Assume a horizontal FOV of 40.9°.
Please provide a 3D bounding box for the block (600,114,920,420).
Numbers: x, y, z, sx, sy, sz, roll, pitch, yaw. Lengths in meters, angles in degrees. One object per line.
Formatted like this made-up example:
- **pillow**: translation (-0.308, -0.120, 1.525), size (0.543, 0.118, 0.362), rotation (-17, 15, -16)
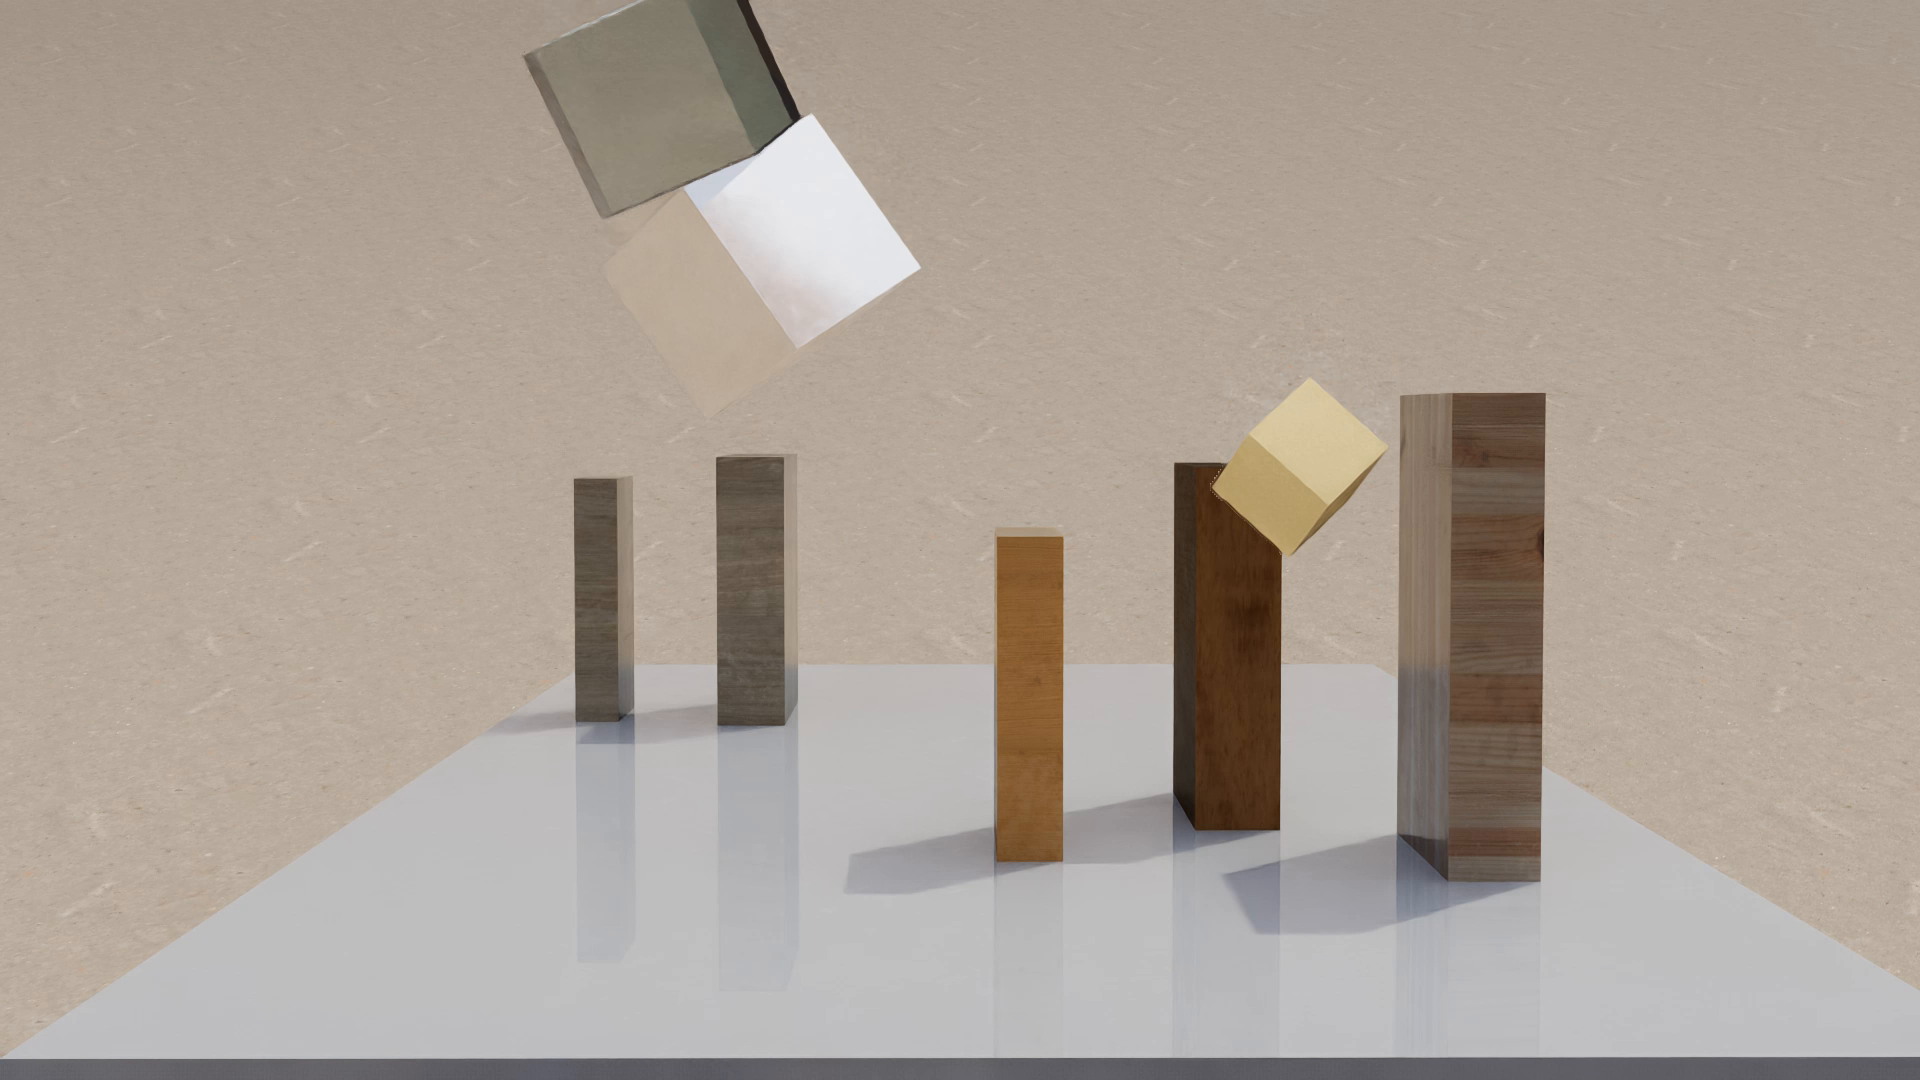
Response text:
- **block**: translation (-0.201, -0.273, 2.578), size (0.187, 0.187, 0.187), rotation (-38, 4, -39)

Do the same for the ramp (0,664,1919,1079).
- **ramp**: translation (0.051, 0.463, 4.534), size (2.000, 0.100, 4.000), rotation (0, 3, 0)

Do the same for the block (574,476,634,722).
- **block**: translation (-0.750, 0.118, 5.432), size (0.089, 0.502, 0.261), rotation (0, 3, 0)

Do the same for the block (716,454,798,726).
- **block**: translation (-0.427, 0.094, 5.453), size (0.137, 0.547, 0.440), rotation (0, 3, 0)

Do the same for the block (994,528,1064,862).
- **block**: translation (0.099, 0.218, 3.792), size (0.094, 0.461, 0.313), rotation (0, 3, 0)

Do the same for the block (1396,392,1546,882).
- **block**: translation (0.724, 0.123, 3.675), size (0.125, 0.662, 0.407), rotation (0, 3, 0)

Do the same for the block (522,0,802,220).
- **block**: translation (-0.283, -0.435, 2.474), size (0.169, 0.169, 0.169), rotation (-20, 15, 18)

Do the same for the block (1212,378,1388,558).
- **block**: translation (0.352, -0.075, 2.669), size (0.109, 0.109, 0.109), rotation (43, 58, 10)

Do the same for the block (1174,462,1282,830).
- **block**: translation (0.423, 0.157, 4.105), size (0.130, 0.553, 0.397), rotation (0, 3, 0)
